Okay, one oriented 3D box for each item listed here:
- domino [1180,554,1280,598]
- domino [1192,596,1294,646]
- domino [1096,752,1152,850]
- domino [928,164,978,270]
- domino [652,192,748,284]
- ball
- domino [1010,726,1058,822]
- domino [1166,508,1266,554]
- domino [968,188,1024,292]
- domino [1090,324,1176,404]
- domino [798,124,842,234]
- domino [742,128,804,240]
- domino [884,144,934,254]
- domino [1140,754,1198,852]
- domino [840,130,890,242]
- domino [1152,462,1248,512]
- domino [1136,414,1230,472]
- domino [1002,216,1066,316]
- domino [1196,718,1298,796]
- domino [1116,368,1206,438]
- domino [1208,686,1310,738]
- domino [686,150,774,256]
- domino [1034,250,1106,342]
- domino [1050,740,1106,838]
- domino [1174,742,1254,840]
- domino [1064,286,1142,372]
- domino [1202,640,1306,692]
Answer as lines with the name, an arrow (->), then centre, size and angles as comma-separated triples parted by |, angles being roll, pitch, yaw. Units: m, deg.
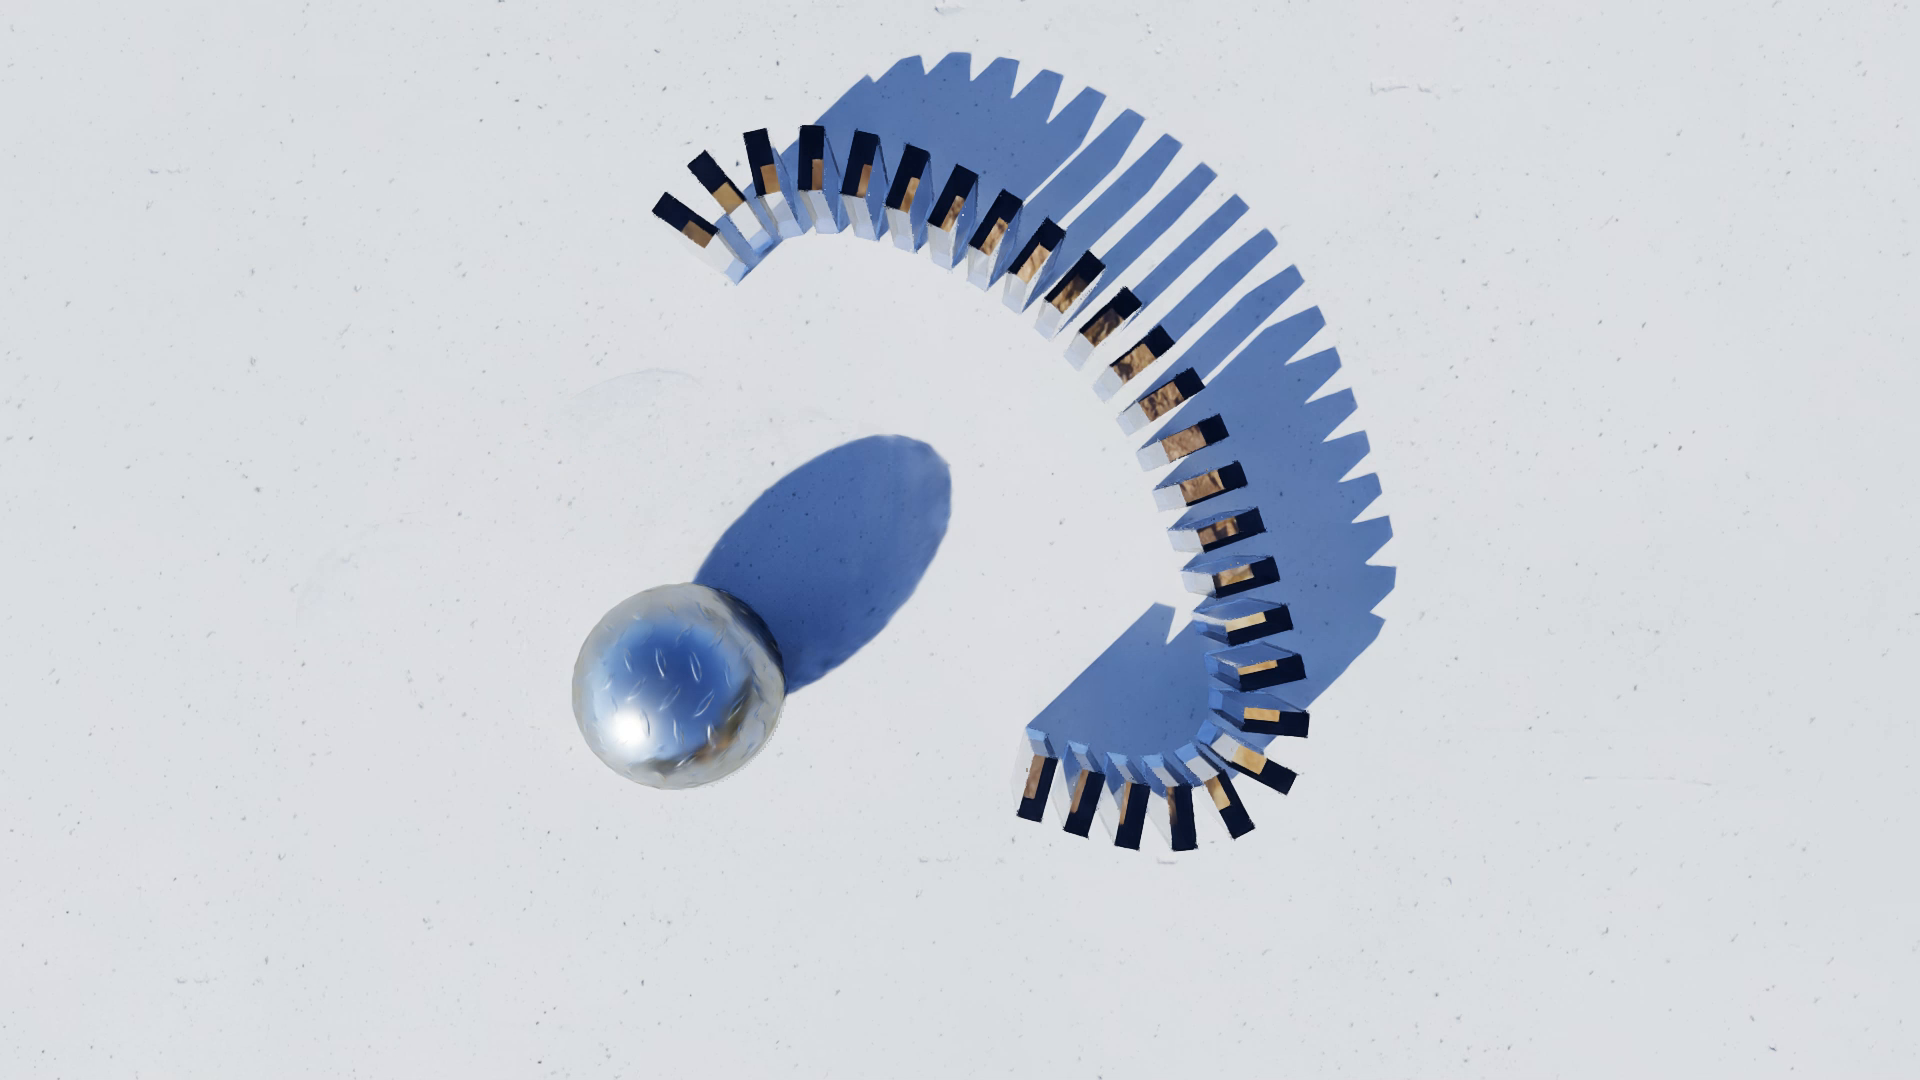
domino -> 0.109, 0.014, 0.375 | 0.025, 0.050, 0.009 | -16, 90, 0
domino -> 0.114, 0.033, 0.375 | 0.025, 0.050, 0.010 | -16, 90, 0
domino -> 0.066, 0.106, 0.375 | 0.009, 0.050, 0.025 | 11, 90, 0
domino -> -0.003, -0.131, 0.375 | 0.009, 0.050, 0.025 | 27, 90, 0
domino -> -0.105, -0.122, 0.375 | 0.025, 0.050, 0.010 | 35, 90, 0
ball -> -0.109, 0.057, 0.360 | 0.080, 0.080, 0.080 | 0, 90, 0
domino -> 0.030, 0.095, 0.375 | 0.009, 0.050, 0.025 | 15, 90, 0
domino -> 0.104, -0.004, 0.375 | 0.025, 0.050, 0.010 | -19, 90, 0
domino -> 0.014, -0.121, 0.375 | 0.009, 0.050, 0.025 | 32, 90, 0
domino -> 0.070, -0.071, 0.375 | 0.025, 0.050, 0.010 | -38, 90, 0
domino -> -0.057, -0.146, 0.375 | 0.009, 0.050, 0.025 | 2, 90, 0
domino -> -0.076, -0.144, 0.375 | 0.009, 0.050, 0.025 | -13, 90, 0
domino -> -0.020, -0.138, 0.375 | 0.009, 0.050, 0.025 | 20, 90, 0
domino -> 0.085, 0.106, 0.375 | 0.010, 0.050, 0.025 | -6, 90, 0
domino -> -0.038, -0.144, 0.375 | 0.010, 0.050, 0.025 | 13, 90, 0
domino -> 0.097, -0.021, 0.375 | 0.025, 0.050, 0.009 | -21, 90, 0
domino -> 0.090, -0.039, 0.375 | 0.025, 0.050, 0.009 | -24, 90, 0
domino -> 0.029, -0.111, 0.375 | 0.010, 0.050, 0.025 | 37, 90, 0
domino -> 0.116, 0.088, 0.375 | 0.025, 0.050, 0.009 | 27, 90, 0
domino -> 0.081, -0.056, 0.375 | 0.025, 0.050, 0.009 | -33, 90, 0
domino -> 0.121, 0.070, 0.375 | 0.025, 0.050, 0.009 | 6, 90, 0
domino -> -0.093, -0.137, 0.375 | 0.009, 0.050, 0.025 | -41, 90, 0
domino -> 0.044, -0.099, 0.375 | 0.009, 0.050, 0.025 | 42, 90, 0
domino -> 0.048, 0.101, 0.375 | 0.009, 0.050, 0.025 | 17, 90, 0
domino -> 0.103, 0.101, 0.375 | 0.010, 0.050, 0.025 | -27, 90, 0
domino -> 0.057, -0.085, 0.375 | 0.025, 0.050, 0.010 | -43, 90, 0
domino -> 0.119, 0.051, 0.375 | 0.025, 0.050, 0.010 | -13, 90, 0
